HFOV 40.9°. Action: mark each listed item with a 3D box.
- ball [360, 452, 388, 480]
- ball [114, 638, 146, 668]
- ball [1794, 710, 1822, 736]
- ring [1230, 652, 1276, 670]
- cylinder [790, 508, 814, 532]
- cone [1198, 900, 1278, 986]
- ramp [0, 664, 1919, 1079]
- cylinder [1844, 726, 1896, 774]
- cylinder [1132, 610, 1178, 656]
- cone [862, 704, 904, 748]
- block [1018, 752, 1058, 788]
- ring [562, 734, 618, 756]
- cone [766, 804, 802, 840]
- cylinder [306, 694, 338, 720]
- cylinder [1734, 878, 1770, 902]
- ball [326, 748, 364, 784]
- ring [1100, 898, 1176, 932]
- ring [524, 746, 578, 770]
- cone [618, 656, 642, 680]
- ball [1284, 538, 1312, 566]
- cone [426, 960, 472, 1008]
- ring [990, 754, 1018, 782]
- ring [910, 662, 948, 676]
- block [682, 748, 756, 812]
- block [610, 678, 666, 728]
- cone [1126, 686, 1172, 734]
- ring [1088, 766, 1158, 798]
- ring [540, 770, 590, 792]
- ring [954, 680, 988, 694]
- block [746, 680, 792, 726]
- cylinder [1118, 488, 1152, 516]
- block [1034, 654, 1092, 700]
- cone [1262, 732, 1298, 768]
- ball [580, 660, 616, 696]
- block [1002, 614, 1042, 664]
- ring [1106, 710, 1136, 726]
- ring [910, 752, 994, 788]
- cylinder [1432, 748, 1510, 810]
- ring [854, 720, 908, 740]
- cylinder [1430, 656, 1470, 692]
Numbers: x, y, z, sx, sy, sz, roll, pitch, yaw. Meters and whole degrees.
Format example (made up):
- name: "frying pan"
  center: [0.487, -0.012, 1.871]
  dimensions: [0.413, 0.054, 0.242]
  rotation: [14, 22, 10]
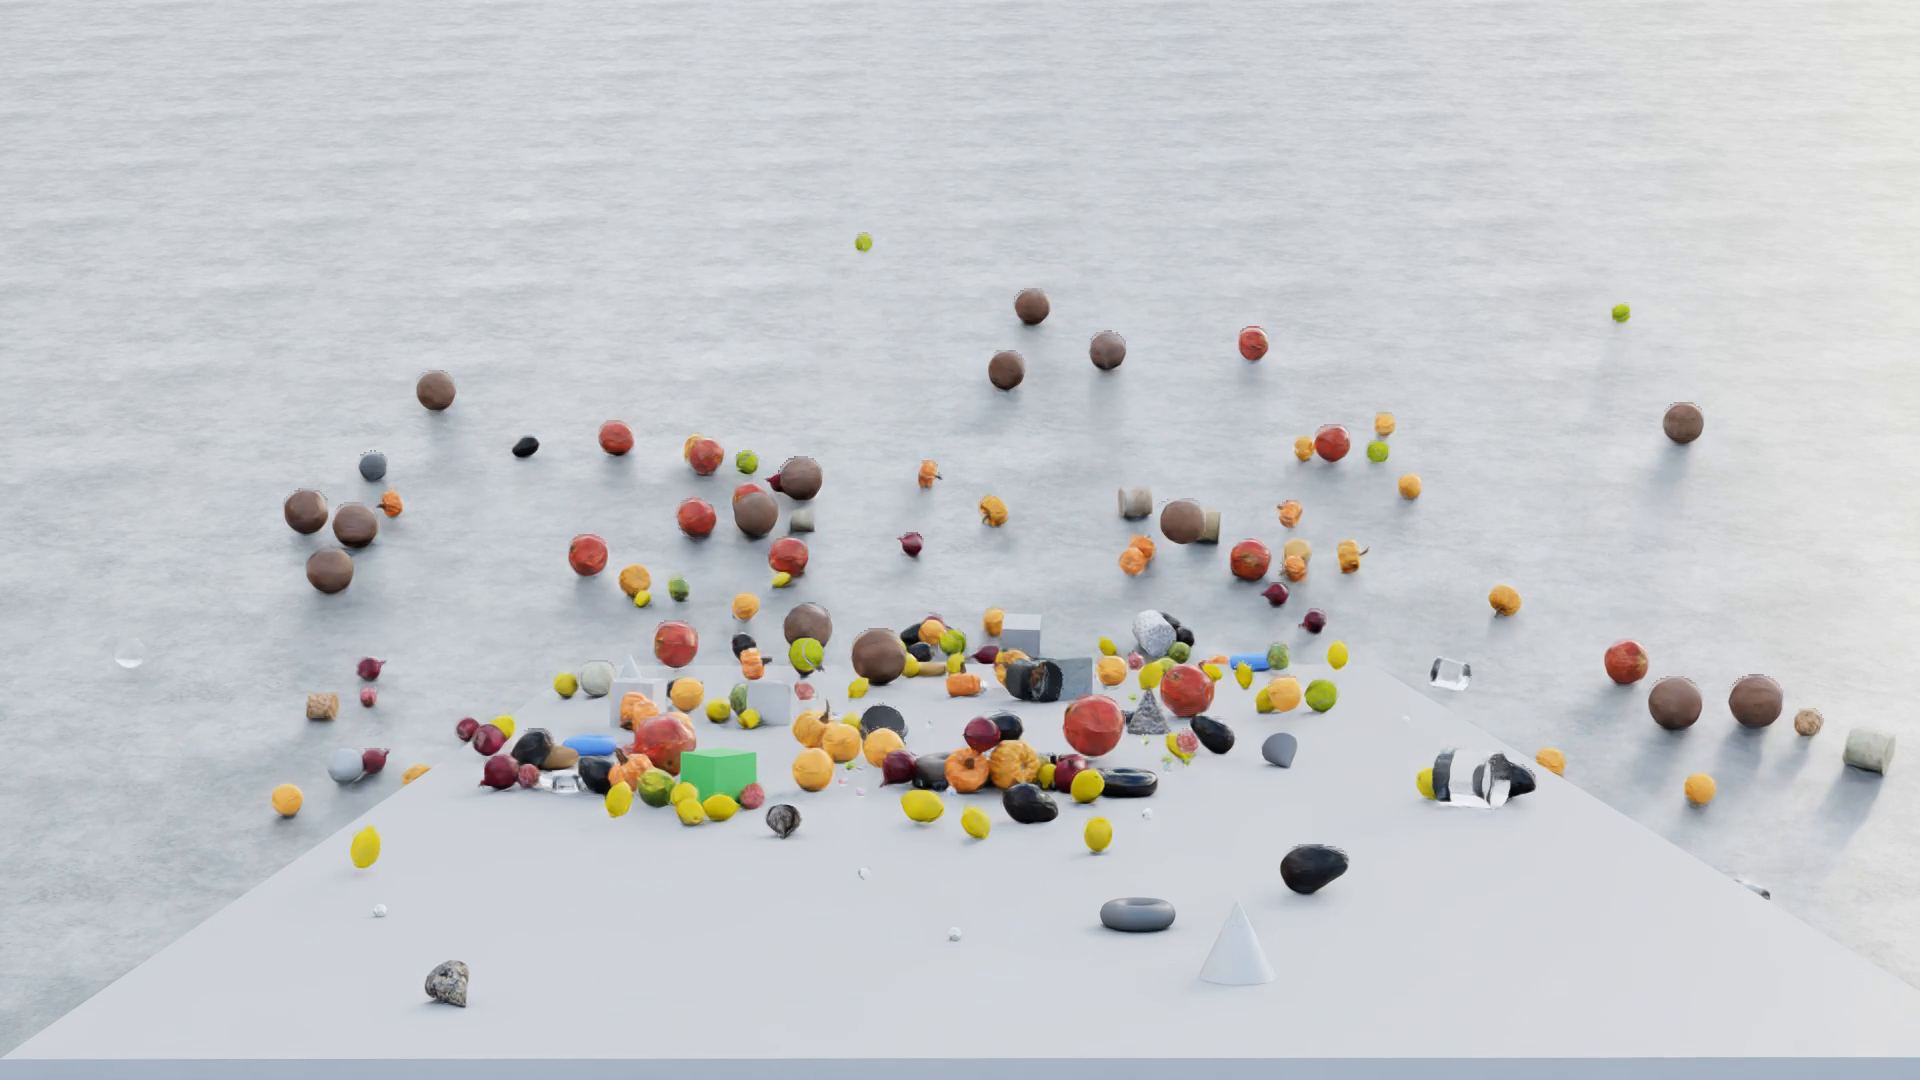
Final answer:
- name: "ball"
  center: [-1.826, -0.228, 8.006]
  dimensions: [0.086, 0.086, 0.086]
  rotation: [0, 22, 0]
- name: "ball"
  center: [-2.172, 0.295, 6.727]
  dimensions: [0.081, 0.081, 0.081]
  rotation: [0, 22, 0]
- name: "ball"
  center: [2.095, 0.453, 6.357]
  dimensions: [0.067, 0.067, 0.067]
  rotation: [0, 22, 0]
- name: "ring"
  center: [0.728, 0.304, 6.407]
  dimensions: [0.116, 0.039, 0.116]
  rotation: [-1, 2, 0]
- name: "cylinder"
  center: [-0.468, -0.058, 7.607]
  dimensions: [0.069, 0.069, 0.069]
  rotation: [-4, 22, -4]
- name: "cone"
  center: [0.313, 0.448, 2.899]
  dimensions: [0.089, 0.089, 0.089]
  rotation: [0, 3, 0]
- name: "ramp"
  center: [0.051, 0.464, 4.534]
  dimensions: [2.000, 0.100, 4.000]
  rotation: [0, 3, 0]
- name: "cylinder"
  center: [2.190, 0.505, 6.193]
  dimensions: [0.093, 0.093, 0.093]
  rotation: [15, 27, 33]
- name: "cylinder"
  center: [0.516, 0.248, 6.826]
  dimensions: [0.094, 0.094, 0.094]
  rotation: [-6, 23, -15]
- name: "cone"
  center: [-0.154, 0.375, 4.938]
  dimensions: [0.085, 0.085, 0.085]
  rotation: [2, 30, 6]
- name: "block"
  center: [0.132, 0.393, 4.410]
  dimensions: [0.052, 0.052, 0.052]
  rotation: [-1, 3, -22]
- name: "ring"
  center: [-0.692, 0.384, 4.808]
  dimensions: [0.102, 0.034, 0.102]
  rotation: [0, 2, 0]
- name: "cone"
  center: [-0.266, 0.434, 3.861]
  dimensions: [0.053, 0.053, 0.053]
  rotation: [0, 30, -1]
- name: "cylinder"
  center: [-1.600, 0.417, 6.450]
  dimensions: [0.063, 0.063, 0.063]
  rotation: [1, 22, 4]
- name: "cylinder"
  center: [1.703, 0.774, 5.564]
  dimensions: [0.068, 0.068, 0.068]
  rotation: [-19, 29, -39]
- name: "ball"
  center: [-1.464, 0.537, 6.125]
  dimensions: [0.085, 0.085, 0.085]
  rotation: [0, 22, 0]
- name: "ring"
  center: [0.220, 0.463, 3.185]
  dimensions: [0.094, 0.031, 0.094]
  rotation: [-1, 2, 0]
- name: "ring"
  center: [-0.736, 0.393, 4.635]
  dimensions: [0.098, 0.033, 0.098]
  rotation: [-1, 3, 0]
- name: "cone"
  center: [-0.770, 0.304, 6.006]
  dimensions: [0.078, 0.078, 0.078]
  rotation: [0, 3, 0]
- name: "ball"
  center: [0.967, 0.034, 7.369]
  dimensions: [0.081, 0.081, 0.081]
  rotation: [0, 22, 0]
- name: "cone"
  center: [-0.542, 0.488, 2.765]
  dimensions: [0.051, 0.051, 0.051]
  rotation: [-12, 42, -27]
- name: "ring"
  center: [0.095, 0.397, 4.485]
  dimensions: [0.117, 0.039, 0.117]
  rotation: [0, 1, 0]
- name: "ring"
  center: [-0.075, 0.314, 6.277]
  dimensions: [0.094, 0.031, 0.094]
  rotation: [-2, 3, 0]
- name: "block"
  center: [-0.391, 0.388, 4.175]
  dimensions: [0.087, 0.087, 0.087]
  rotation: [-3, 4, -44]
- name: "block"
  center: [-0.658, 0.333, 5.261]
  dimensions: [0.092, 0.092, 0.092]
  rotation: [0, 3, 10]
- name: "cone"
  center: [0.378, 0.338, 5.141]
  dimensions: [0.093, 0.093, 0.093]
  rotation: [0, 3, 0]
- name: "ring"
  center: [0.274, 0.405, 4.305]
  dimensions: [0.119, 0.040, 0.119]
  rotation: [1, 3, 0]
- name: "ring"
  center: [-0.668, 0.409, 4.353]
  dimensions: [0.087, 0.029, 0.087]
  rotation: [-1, 4, 0]
- name: "ring"
  center: [0.025, 0.335, 5.891]
  dimensions: [0.078, 0.026, 0.078]
  rotation: [-1, 3, 0]
- name: "block"
  center: [-0.392, 0.334, 5.286]
  dimensions: [0.086, 0.086, 0.086]
  rotation: [0, 3, -1]
- name: "cylinder"
  center: [0.527, -0.114, 7.729]
  dimensions: [0.084, 0.084, 0.084]
  rotation: [-5, 23, -11]
- name: "block"
  center: [0.232, 0.308, 5.769]
  dimensions: [0.091, 0.091, 0.091]
  rotation: [-2, 3, -35]
- name: "cone"
  center: [0.584, 0.394, 4.632]
  dimensions: [0.067, 0.067, 0.067]
  rotation: [-3, 30, -7]
- name: "ball"
  center: [-0.815, 0.313, 5.793]
  dimensions: [0.081, 0.081, 0.081]
  rotation: [0, 22, 0]
- name: "block"
  center: [0.163, 0.261, 6.785]
  dimensions: [0.100, 0.100, 0.100]
  rotation: [2, 22, 4]
- name: "ring"
  center: [0.338, 0.365, 5.267]
  dimensions: [0.079, 0.026, 0.079]
  rotation: [1, 2, 0]
- name: "ring"
  center: [-0.014, 0.395, 4.416]
  dimensions: [0.148, 0.049, 0.148]
  rotation: [-3, 3, 0]
- name: "cylinder"
  center: [0.827, 0.385, 4.158]
  dimensions: [0.092, 0.092, 0.092]
  rotation: [2, 19, 40]
- name: "ring"
  center: [-0.155, 0.371, 5.049]
  dimensions: [0.109, 0.036, 0.109]
  rotation: [1, 3, 0]
- name: "cylinder"
  center: [1.260, 0.345, 6.607]
  dimensions: [0.076, 0.076, 0.076]
  rotation: [14, 26, 34]
